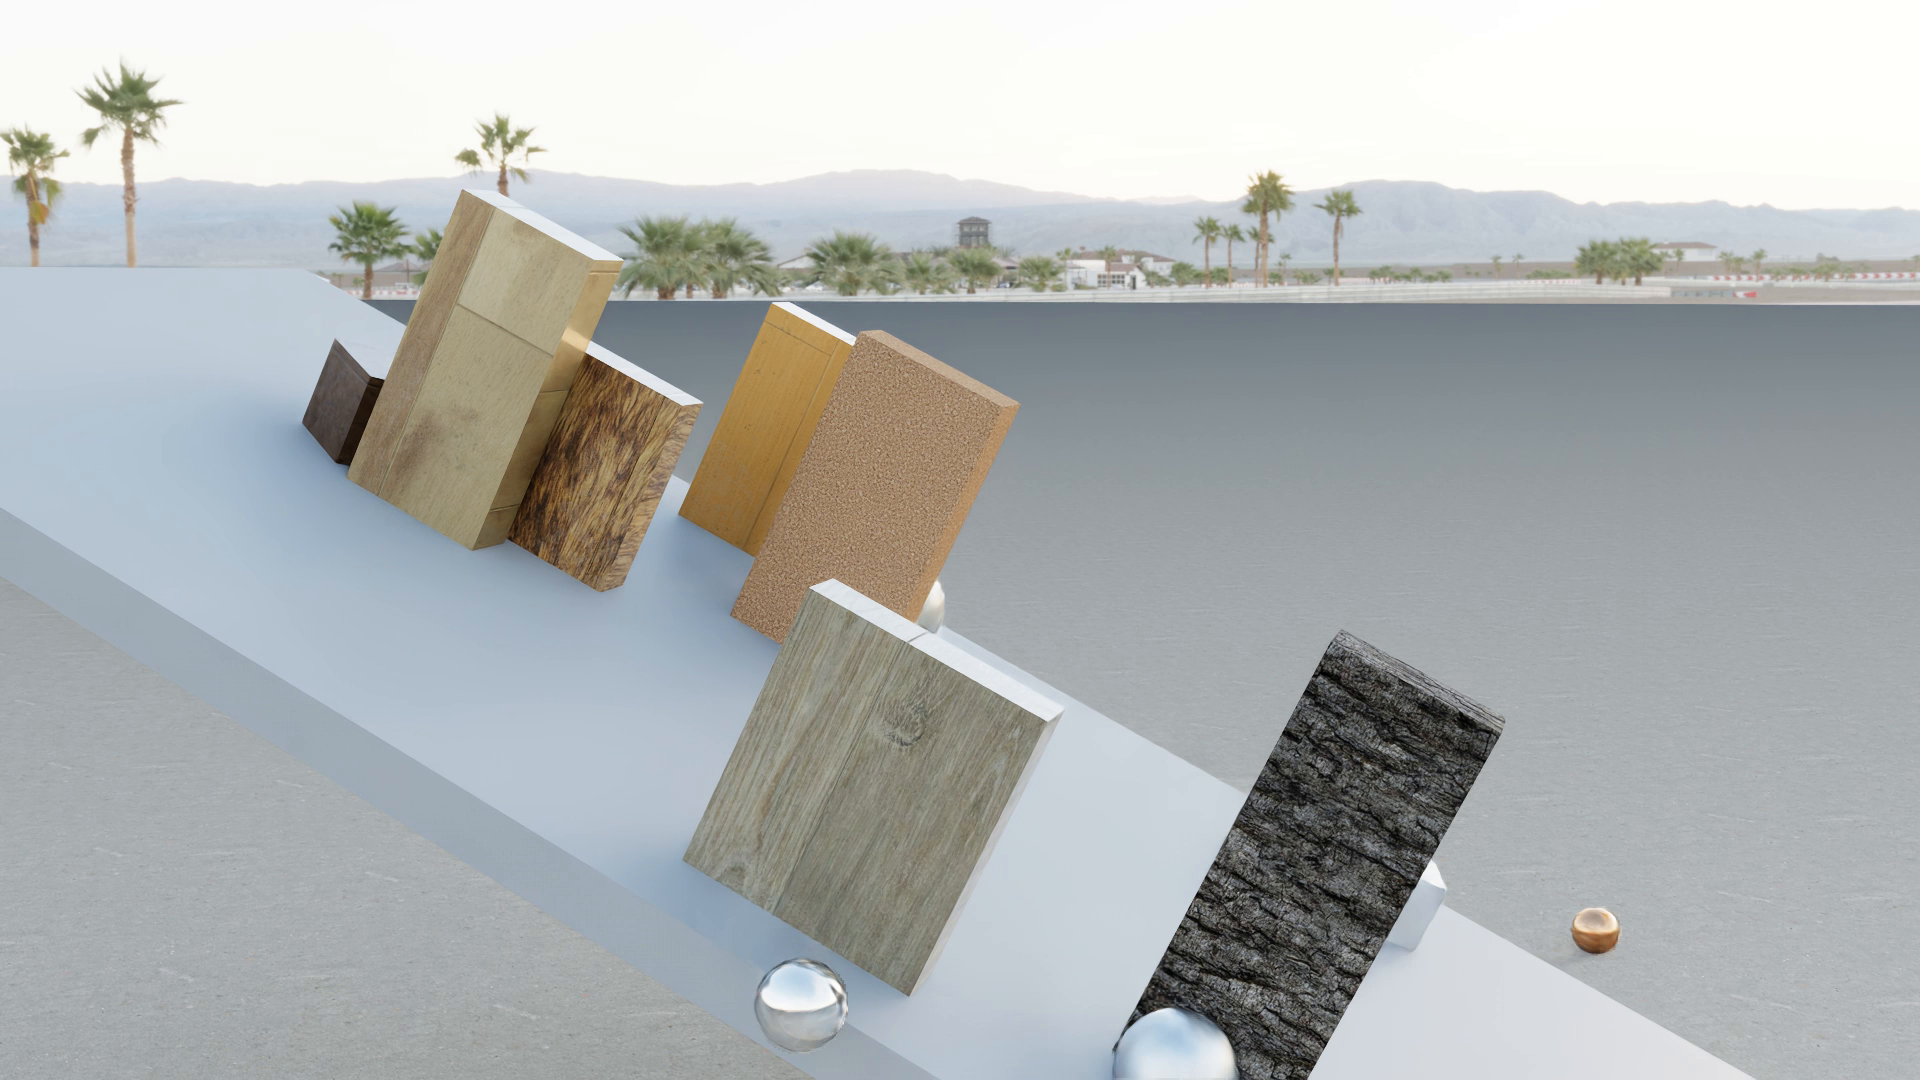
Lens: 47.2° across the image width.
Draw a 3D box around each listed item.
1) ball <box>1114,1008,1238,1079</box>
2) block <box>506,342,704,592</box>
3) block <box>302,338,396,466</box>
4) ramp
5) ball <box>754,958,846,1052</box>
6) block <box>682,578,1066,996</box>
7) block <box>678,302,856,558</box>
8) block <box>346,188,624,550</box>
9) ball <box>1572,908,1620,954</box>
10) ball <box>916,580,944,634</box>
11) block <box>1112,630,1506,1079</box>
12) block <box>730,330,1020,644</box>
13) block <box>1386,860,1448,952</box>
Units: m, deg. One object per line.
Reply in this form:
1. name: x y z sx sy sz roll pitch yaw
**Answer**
1. ball: 0.315 0.779 3.222 0.182 0.182 0.182 0 7 0
2. block: -0.720 -0.148 4.324 0.276 0.411 0.099 29 14 12
3. block: -1.168 -0.262 4.415 0.191 0.191 0.191 13 19 -43
4. ramp: -0.247 0.416 4.161 4.000 0.100 2.000 29 14 12
5. ball: -0.221 0.645 3.055 0.128 0.128 0.128 0 7 0
6. block: -0.134 0.369 3.309 0.407 0.479 0.103 29 14 12
7. block: -0.371 -0.220 4.956 0.335 0.534 0.104 29 14 12
8. block: -0.912 -0.325 4.211 0.301 0.613 0.125 29 14 12
9. ball: 1.733 1.066 5.999 0.127 0.127 0.127 0 7 0
10. ball: -0.131 0.143 4.754 0.197 0.197 0.197 0 7 0
11. block: 0.528 0.529 3.357 0.277 0.735 0.123 29 14 12
12. block: -0.175 -0.059 4.466 0.331 0.650 0.131 29 14 12
13. block: 0.888 0.724 4.522 0.148 0.148 0.148 25 14 -5
